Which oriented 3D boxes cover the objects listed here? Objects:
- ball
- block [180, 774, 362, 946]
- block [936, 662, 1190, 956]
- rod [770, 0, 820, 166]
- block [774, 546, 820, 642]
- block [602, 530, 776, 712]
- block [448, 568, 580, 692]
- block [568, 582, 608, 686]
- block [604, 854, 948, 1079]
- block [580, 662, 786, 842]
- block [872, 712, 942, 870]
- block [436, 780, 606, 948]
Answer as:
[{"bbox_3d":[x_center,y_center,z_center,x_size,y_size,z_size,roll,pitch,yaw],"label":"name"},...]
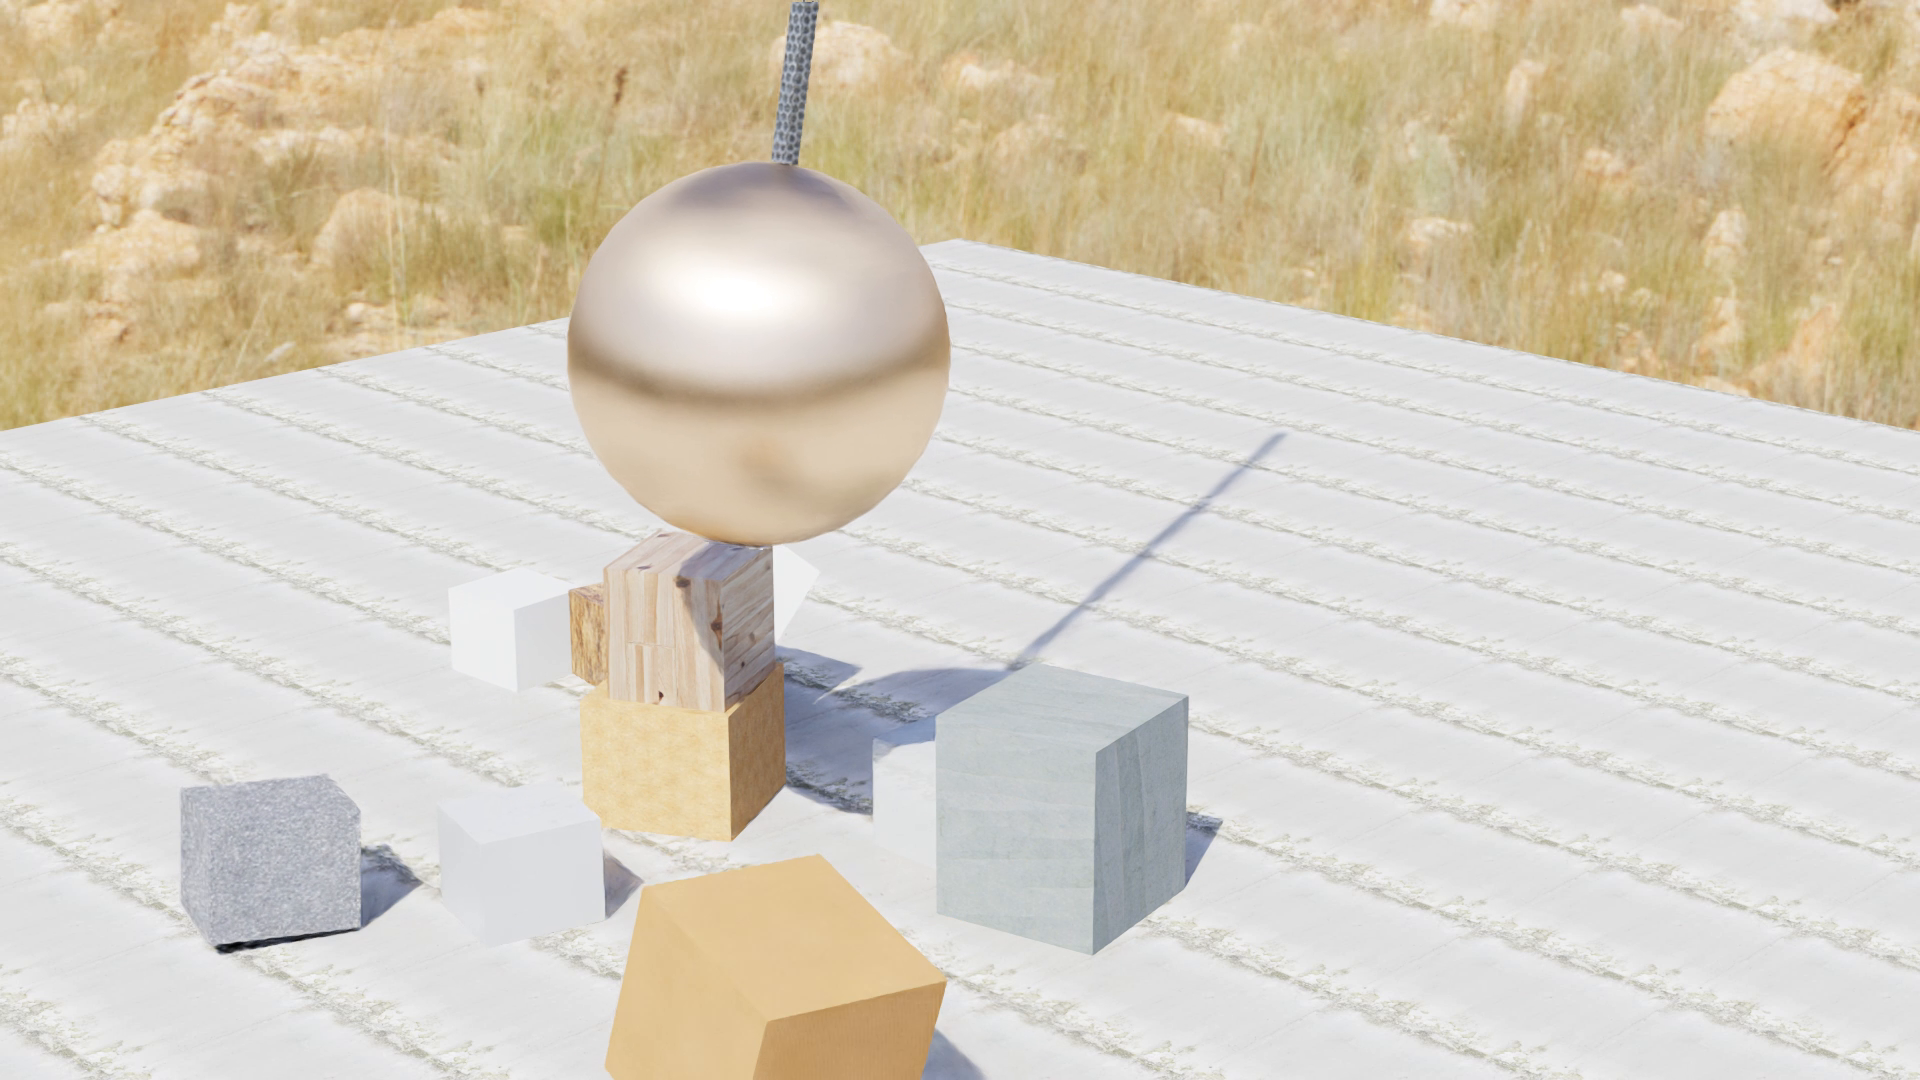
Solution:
[{"bbox_3d":[-0.836,-0.772,12.222,1.600,1.600,1.600,0,17,0],"label":"ball"},{"bbox_3d":[-3.029,1.394,12.877,0.658,0.540,0.530,-4,15,-27],"label":"block"},{"bbox_3d":[0.456,1.176,13.037,0.805,0.939,0.827,11,20,31],"label":"block"},{"bbox_3d":[-0.362,-4.094,11.675,0.080,5.200,0.080,17,13,42],"label":"rod"},{"bbox_3d":[-1.282,0.352,15.267,0.746,0.645,0.646,-59,12,-28],"label":"block"},{"bbox_3d":[-1.280,0.378,13.953,0.597,0.650,0.635,6,18,18],"label":"block"},{"bbox_3d":[-2.413,0.484,16.022,0.541,0.469,0.504,15,23,39],"label":"block"},{"bbox_3d":[-1.769,0.521,15.878,0.482,0.485,0.528,-12,21,-34],"label":"block"},{"bbox_3d":[-0.687,1.774,10.735,0.786,0.810,0.846,-6,32,-38],"label":"block"},{"bbox_3d":[-1.328,0.982,14.169,0.746,0.631,0.772,5,18,15],"label":"block"},{"bbox_3d":[-0.010,1.168,13.722,0.580,0.542,0.538,-17,24,-42],"label":"block"},{"bbox_3d":[-1.945,1.426,12.984,0.561,0.490,0.525,-10,20,-29],"label":"block"}]
